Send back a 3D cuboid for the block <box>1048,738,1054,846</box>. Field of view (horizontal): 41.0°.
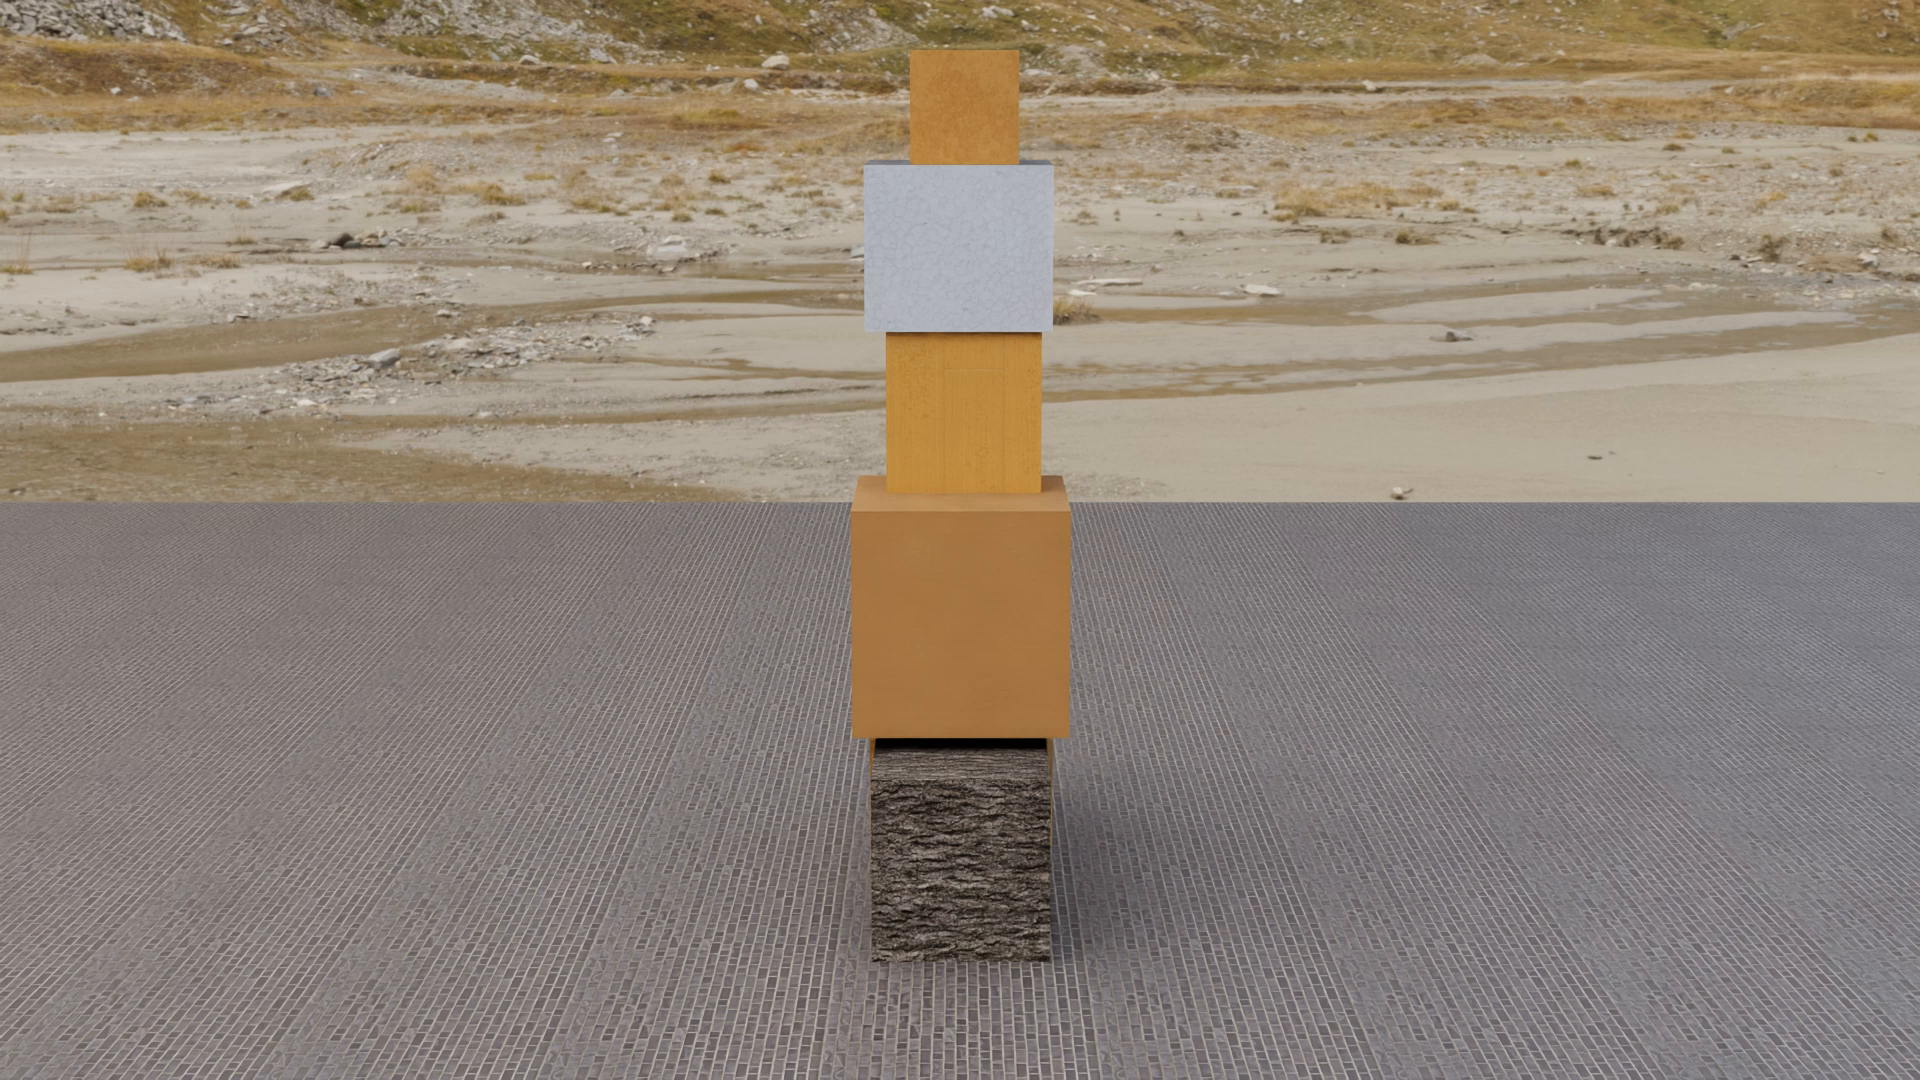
[{"bbox_3d":[0.006,0.939,12.147,0.838,0.807,0.829,0,10,0],"label":"block"}]

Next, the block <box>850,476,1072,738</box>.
[{"bbox_3d":[0.003,0.265,10.913,0.891,0.945,0.941,0,10,0],"label":"block"}]

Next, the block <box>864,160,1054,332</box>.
[{"bbox_3d":[-0.005,-1.265,10.950,0.782,0.686,0.694,0,10,0],"label":"block"}]

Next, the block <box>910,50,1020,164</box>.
[{"bbox_3d":[0.019,-1.832,10.847,0.450,0.466,0.503,0,10,0],"label":"block"}]

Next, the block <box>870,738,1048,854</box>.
[{"bbox_3d":[-0.005,1.079,11.354,0.754,0.815,0.761,0,10,0],"label":"block"}]

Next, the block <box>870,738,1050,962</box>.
[{"bbox_3d":[0.003,1.249,10.589,0.712,0.755,0.785,0,10,0],"label":"block"}]

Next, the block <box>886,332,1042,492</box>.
[{"bbox_3d":[0.016,-0.592,11.073,0.651,0.683,0.637,0,10,0],"label":"block"}]
